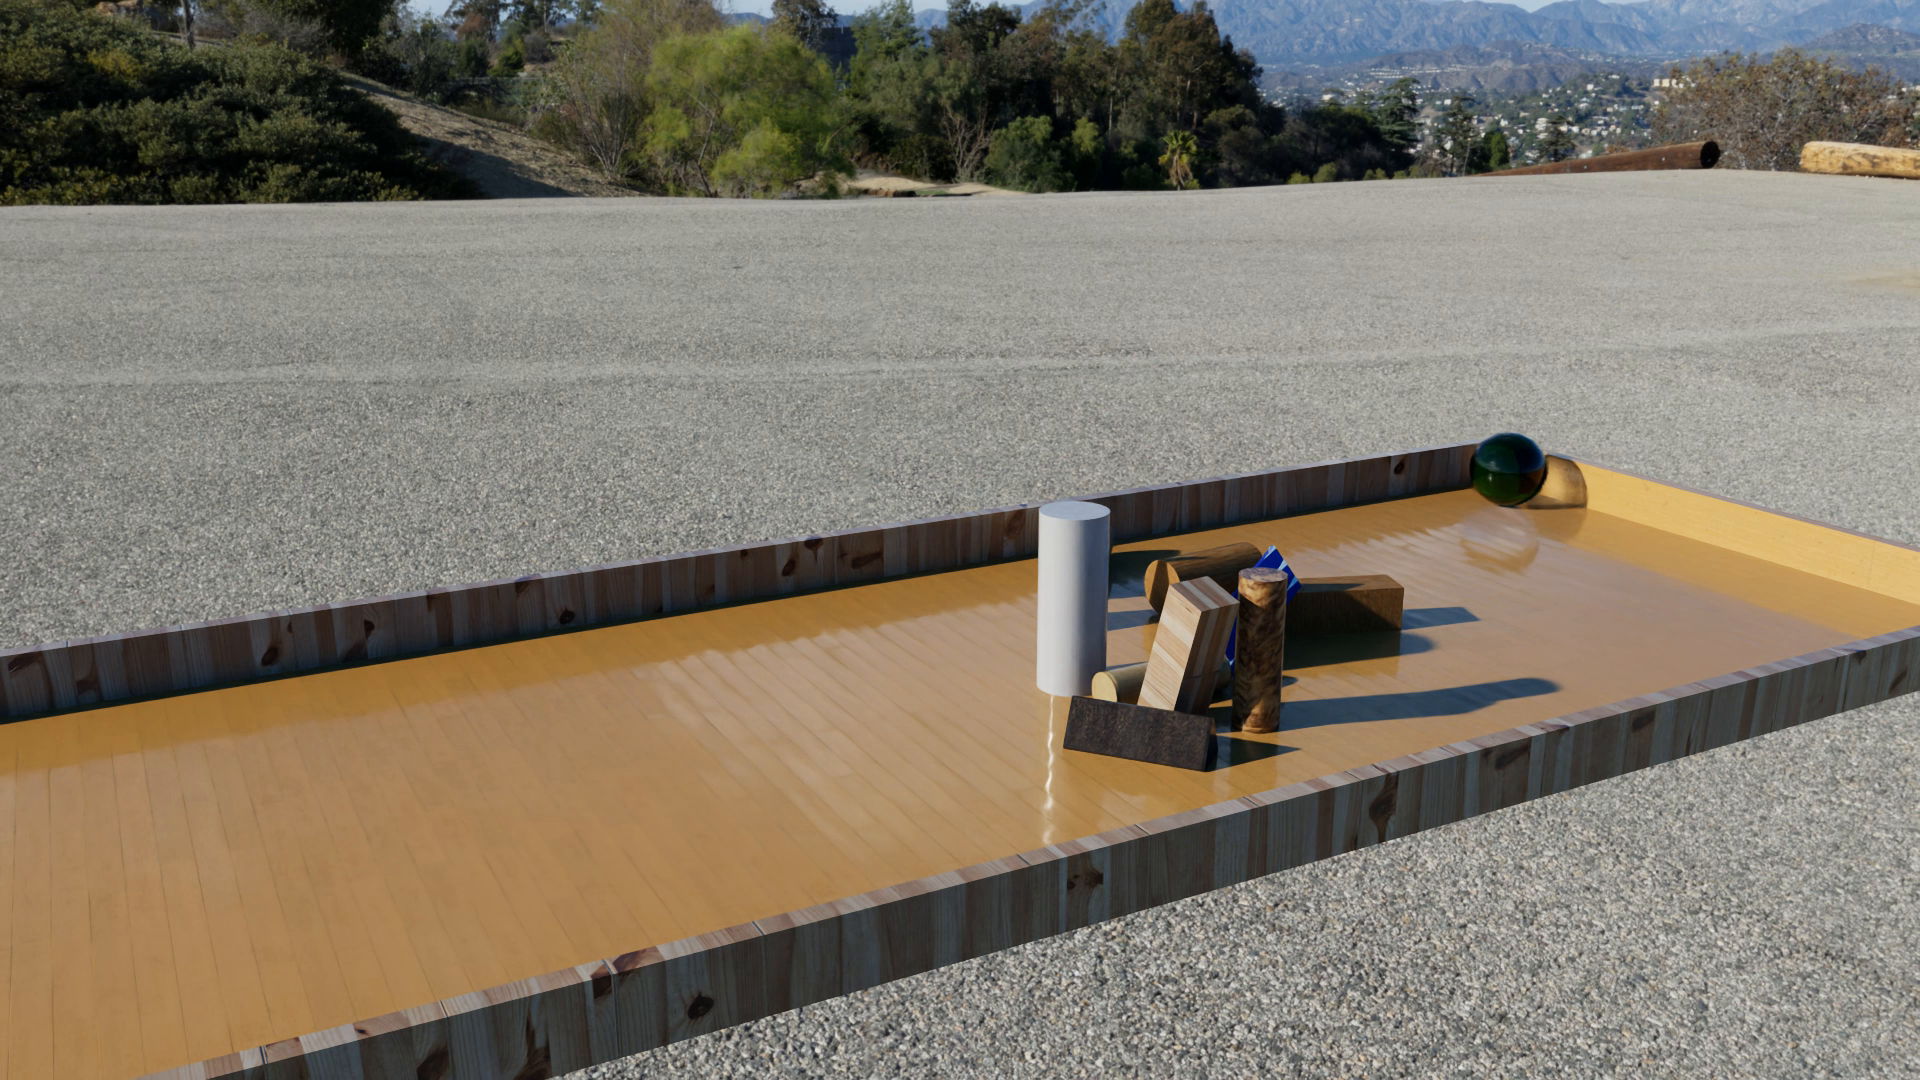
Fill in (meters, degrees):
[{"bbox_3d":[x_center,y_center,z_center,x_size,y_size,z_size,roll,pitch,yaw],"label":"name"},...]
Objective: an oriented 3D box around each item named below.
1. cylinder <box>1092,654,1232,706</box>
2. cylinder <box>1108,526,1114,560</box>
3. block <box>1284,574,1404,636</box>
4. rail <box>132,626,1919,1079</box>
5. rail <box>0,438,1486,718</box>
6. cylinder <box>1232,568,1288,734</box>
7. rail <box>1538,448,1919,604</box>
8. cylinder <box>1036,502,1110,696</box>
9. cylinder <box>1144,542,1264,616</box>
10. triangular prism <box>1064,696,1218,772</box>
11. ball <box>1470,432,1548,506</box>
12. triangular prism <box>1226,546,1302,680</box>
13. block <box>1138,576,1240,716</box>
[{"bbox_3d":[0.491,0.342,4.006,0.342,0.104,0.104,-9,19,-29],"label":"cylinder"},{"bbox_3d":[0.378,0.049,4.944,0.137,0.137,0.415,3,17,10],"label":"cylinder"},{"bbox_3d":[1.001,0.180,4.525,0.396,0.123,0.123,-2,17,-8],"label":"block"},{"bbox_3d":[-2.336,1.006,1.665,12.000,0.150,0.050,-9,18,-27],"label":"rail"},{"bbox_3d":[-3.305,0.497,3.399,12.000,0.150,0.050,-9,18,-27],"label":"rail"},{"bbox_3d":[0.694,0.256,3.825,0.112,0.371,0.112,0,16,0],"label":"cylinder"},{"bbox_3d":[2.466,-0.048,5.253,0.050,0.150,2.100,-9,18,-27],"label":"rail"},{"bbox_3d":[0.278,0.144,4.064,0.173,0.451,0.173,0,16,0],"label":"cylinder"},{"bbox_3d":[0.700,0.110,4.693,0.320,0.161,0.161,-11,19,-32],"label":"cylinder"},{"bbox_3d":[0.408,0.423,3.718,0.328,0.105,0.121,7,18,22],"label":"triangular prism"},{"bbox_3d":[1.906,-0.247,5.737,0.258,0.258,0.258,0,16,0],"label":"ball"},{"bbox_3d":[0.729,0.176,4.288,0.140,0.121,0.413,12,40,35],"label":"triangular prism"},{"bbox_3d":[0.520,0.269,3.786,0.115,0.351,0.115,-11,36,-32],"label":"block"}]
